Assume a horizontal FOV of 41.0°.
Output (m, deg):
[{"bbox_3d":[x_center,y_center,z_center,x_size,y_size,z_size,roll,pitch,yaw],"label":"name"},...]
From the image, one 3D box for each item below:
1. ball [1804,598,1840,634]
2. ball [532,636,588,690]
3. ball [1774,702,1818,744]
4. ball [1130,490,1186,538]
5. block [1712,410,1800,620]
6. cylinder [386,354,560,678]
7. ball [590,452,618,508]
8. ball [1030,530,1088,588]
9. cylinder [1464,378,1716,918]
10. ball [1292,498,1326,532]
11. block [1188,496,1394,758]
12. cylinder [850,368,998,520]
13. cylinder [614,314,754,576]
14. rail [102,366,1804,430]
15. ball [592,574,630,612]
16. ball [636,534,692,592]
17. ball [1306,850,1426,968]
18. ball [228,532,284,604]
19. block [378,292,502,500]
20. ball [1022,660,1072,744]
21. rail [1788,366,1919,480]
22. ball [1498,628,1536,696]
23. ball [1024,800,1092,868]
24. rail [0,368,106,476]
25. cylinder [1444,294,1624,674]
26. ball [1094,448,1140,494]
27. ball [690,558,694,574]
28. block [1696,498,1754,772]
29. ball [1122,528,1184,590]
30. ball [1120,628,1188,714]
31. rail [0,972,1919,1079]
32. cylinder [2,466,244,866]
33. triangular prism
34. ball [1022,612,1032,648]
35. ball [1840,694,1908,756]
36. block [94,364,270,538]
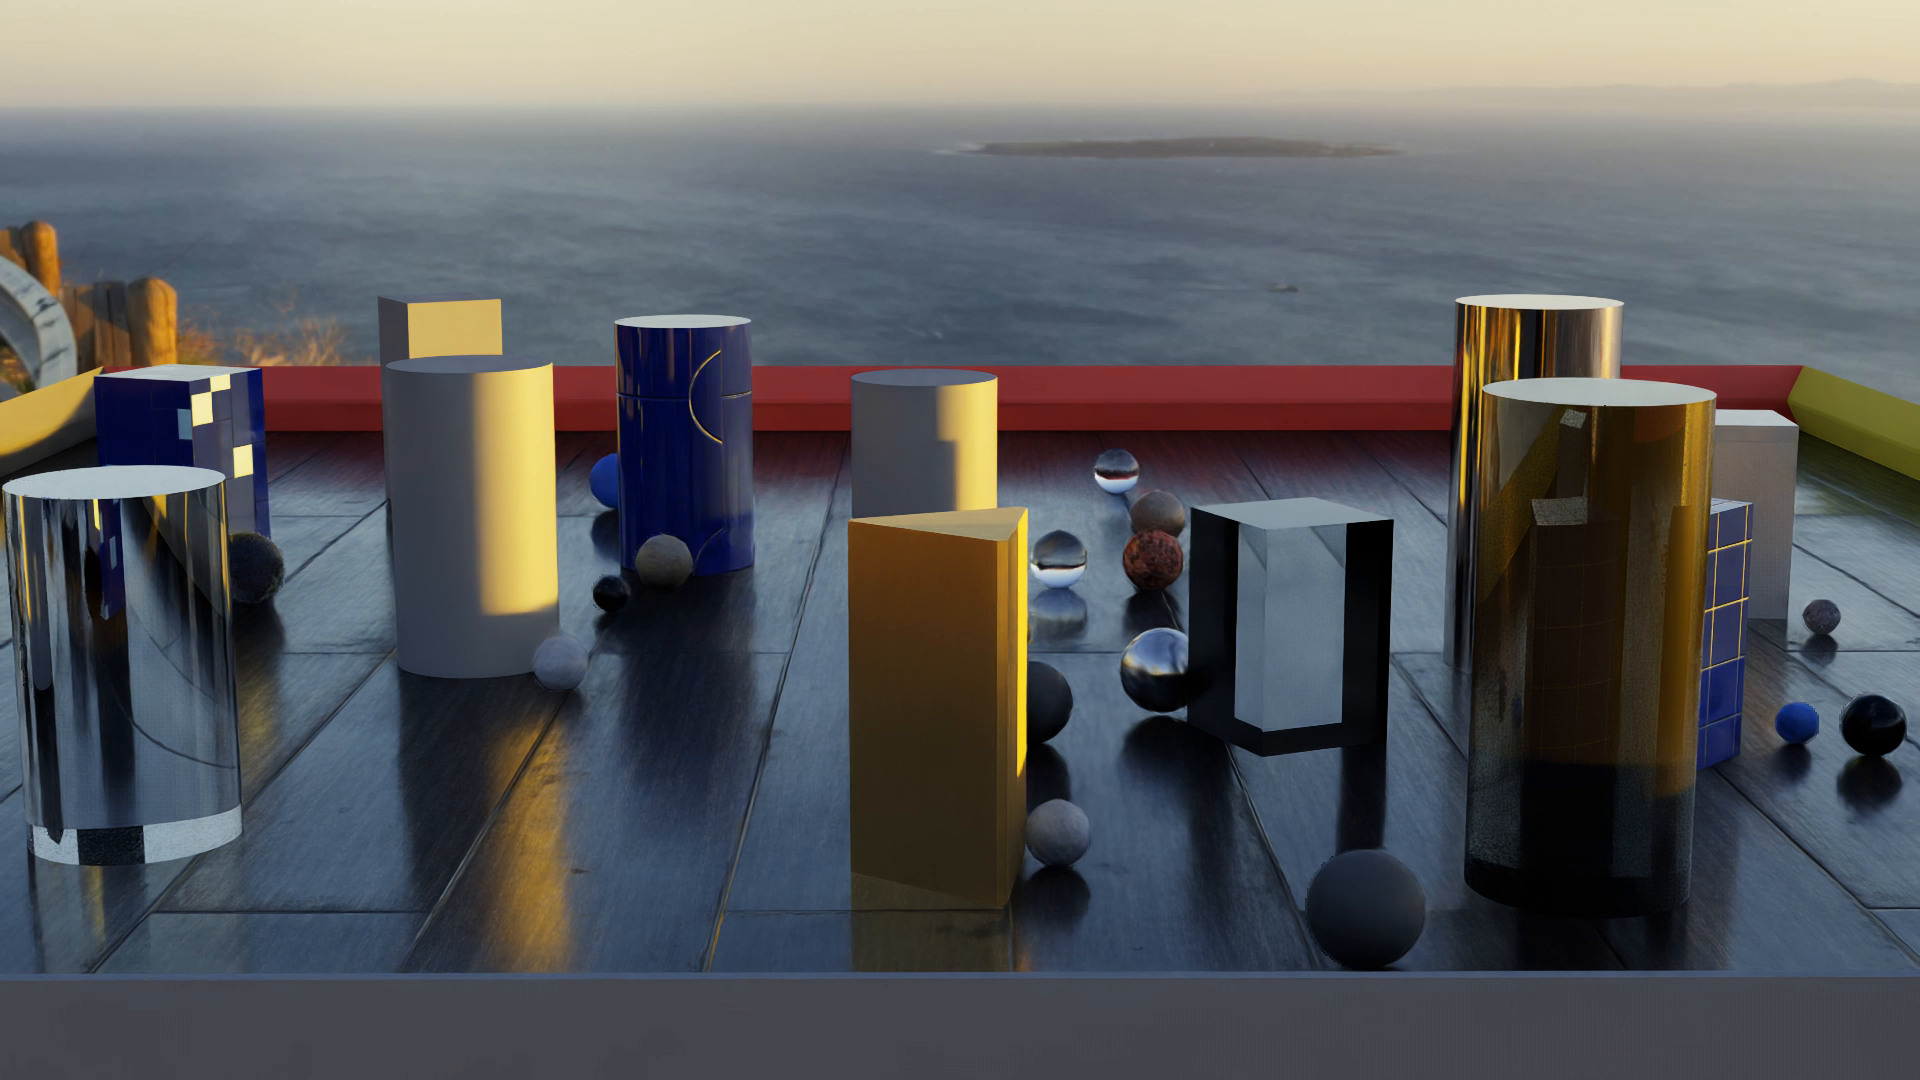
[{"bbox_3d":[1.118,0.099,3.328,0.046,0.046,0.046,0,10,0],"label":"ball"},{"bbox_3d":[-0.471,0.145,3.027,0.065,0.065,0.065,0,10,0],"label":"ball"},{"bbox_3d":[0.909,0.199,2.790,0.044,0.044,0.044,0,10,0],"label":"ball"},{"bbox_3d":[0.303,-0.034,3.937,0.085,0.085,0.085,0,10,0],"label":"ball"},{"bbox_3d":[1.031,-0.038,3.481,0.159,0.260,0.159,1,11,5],"label":"block"},{"bbox_3d":[-0.596,-0.033,3.153,0.199,0.369,0.199,0,10,0],"label":"cylinder"},{"bbox_3d":[-0.569,-0.098,4.266,0.093,0.093,0.093,0,10,0],"label":"ball"},{"bbox_3d":[0.139,0.027,3.619,0.082,0.082,0.082,0,10,0],"label":"ball"},{"bbox_3d":[0.556,0.090,2.276,0.199,0.447,0.199,0,10,0],"label":"cylinder"},{"bbox_3d":[0.551,-0.040,4.062,0.053,0.053,0.053,0,10,0],"label":"ball"},{"bbox_3d":[0.360,0.092,2.818,0.159,0.246,0.159,-5,12,-25],"label":"block"},{"bbox_3d":[-0.049,-0.069,3.510,0.199,0.310,0.199,0,10,0],"label":"cylinder"},{"bbox_3d":[-0.404,-0.143,3.775,0.199,0.359,0.199,0,10,0],"label":"cylinder"},{"bbox_3d":[-0.010,-0.282,5.154,3.428,0.129,0.045,0,10,0],"label":"rail"},{"bbox_3d":[-0.471,0.072,3.464,0.050,0.050,0.050,0,10,0],"label":"ball"},{"bbox_3d":[-0.415,0.032,3.598,0.080,0.080,0.080,0,10,0],"label":"ball"},{"bbox_3d":[0.332,0.301,2.097,0.096,0.096,0.096,0,10,0],"label":"ball"},{"bbox_3d":[-0.975,0.038,3.509,0.099,0.099,0.099,0,10,0],"label":"ball"},{"bbox_3d":[-0.873,-0.237,4.327,0.159,0.343,0.159,-6,12,-29],"label":"block"},{"bbox_3d":[0.078,0.176,2.789,0.090,0.090,0.090,0,10,0],"label":"ball"},{"bbox_3d":[1.690,0.031,3.458,0.045,0.129,3.517,0,10,0],"label":"rail"},{"bbox_3d":[0.671,0.143,3.004,0.078,0.078,0.078,0,10,0],"label":"ball"},{"bbox_3d":[0.090,0.270,2.361,0.062,0.062,0.062,0,10,0],"label":"ball"},{"bbox_3d":[-1.690,0.035,3.439,0.045,0.129,3.517,0,10,0],"label":"rail"},{"bbox_3d":[0.698,-0.068,3.131,0.199,0.446,0.199,0,10,0],"label":"cylinder"},{"bbox_3d":[0.270,-0.119,4.417,0.078,0.078,0.078,0,10,0],"label":"ball"},{"bbox_3d":[-0.406,0.033,3.671,0.050,0.050,0.050,0,10,0],"label":"ball"},{"bbox_3d":[0.723,0.096,2.722,0.159,0.273,0.159,10,14,43],"label":"block"},{"bbox_3d":[0.271,0.027,3.606,0.086,0.086,0.086,0,10,0],"label":"ball"},{"bbox_3d":[0.230,0.148,2.910,0.097,0.097,0.097,0,10,0],"label":"ball"},{"bbox_3d":[0.010,0.349,1.743,3.428,0.129,0.045,0,10,0],"label":"rail"},{"bbox_3d":[-0.790,0.114,2.432,0.199,0.343,0.199,0,10,0],"label":"cylinder"},{"bbox_3d":[0.013,0.141,2.332,0.172,0.326,0.149,8,13,36],"label":"triangular prism"},{"bbox_3d":[0.064,0.113,3.228,0.056,0.056,0.056,0,10,0],"label":"ball"},{"bbox_3d":[0.976,0.197,2.739,0.067,0.067,0.067,0,10,0],"label":"ball"},{"bbox_3d":[-1.083,-0.081,3.583,0.159,0.308,0.159,4,11,21],"label":"block"}]
